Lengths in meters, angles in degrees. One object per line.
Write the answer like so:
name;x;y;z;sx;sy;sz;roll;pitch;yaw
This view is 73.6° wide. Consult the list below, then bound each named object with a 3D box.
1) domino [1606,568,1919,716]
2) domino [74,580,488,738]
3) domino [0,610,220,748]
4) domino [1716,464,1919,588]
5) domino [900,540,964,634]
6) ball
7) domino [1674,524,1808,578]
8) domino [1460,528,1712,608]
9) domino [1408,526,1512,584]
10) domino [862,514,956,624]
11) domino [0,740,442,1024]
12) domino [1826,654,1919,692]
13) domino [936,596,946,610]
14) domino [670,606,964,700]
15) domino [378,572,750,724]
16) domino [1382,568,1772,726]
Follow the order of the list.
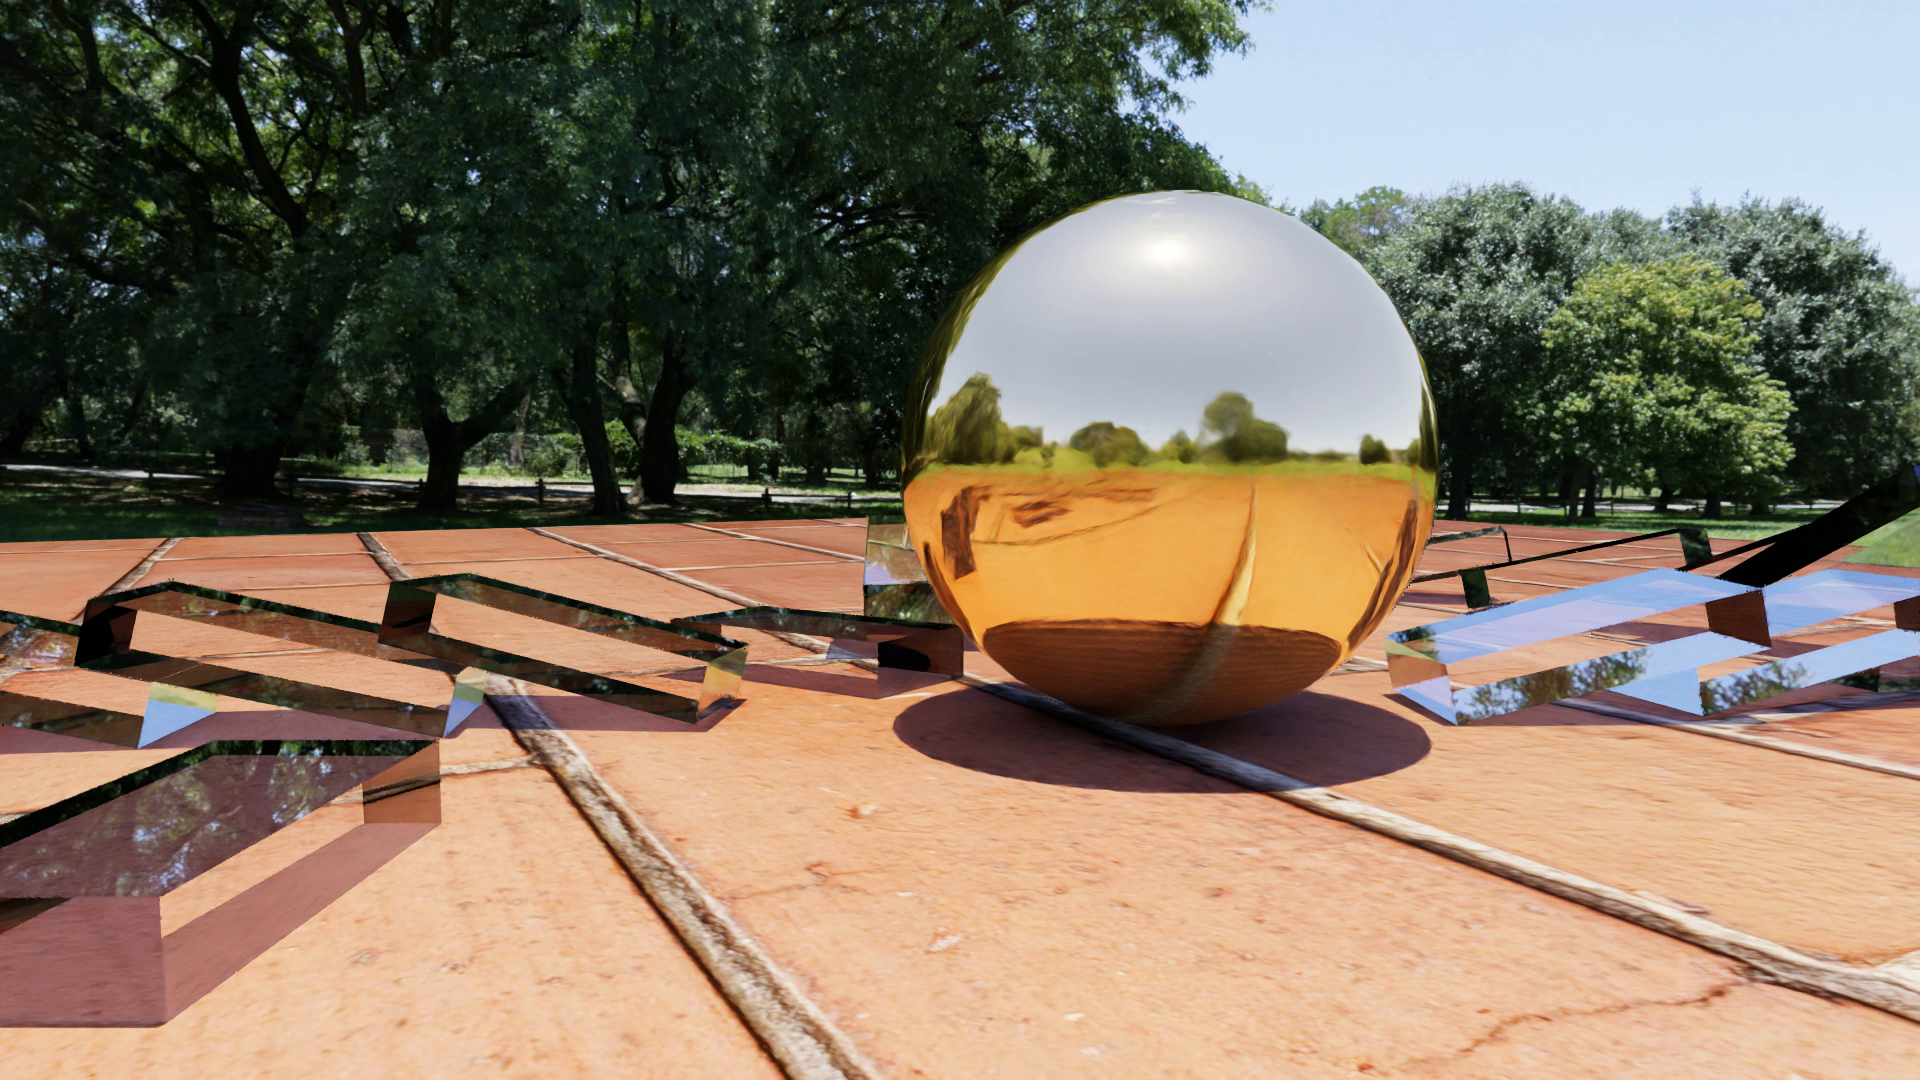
domino;0.137;0.016;0.217;0.050;0.009;0.025;-13;7;-10
domino;-0.100;0.018;0.194;0.050;0.010;0.025;13;2;-9
domino;-0.140;0.018;0.188;0.050;0.009;0.025;13;2;-9
domino;0.169;0.004;0.239;0.025;0.010;0.050;7;-26;-8
domino;0.000;0.009;0.310;0.025;0.010;0.050;0;18;1
ball;0.031;-0.012;0.196;0.080;0.080;0.080;0;4;0
domino;0.170;0.007;0.277;0.025;0.009;0.050;-3;-18;-37
domino;0.152;0.007;0.313;0.050;0.009;0.025;-16;-11;42
domino;0.125;0.006;0.356;0.050;0.009;0.025;-11;0;20
domino;-0.008;0.006;0.288;0.025;0.010;0.050;-1;18;-2
domino;-0.071;0.029;0.119;0.025;0.010;0.050;0;4;0
domino;0.179;0.020;0.237;0.050;0.009;0.025;-1;4;-12
domino;0.009;0.006;0.351;0.025;0.009;0.050;1;18;8
domino;-0.027;0.020;0.238;0.050;0.009;0.025;3;5;35
domino;-0.061;0.016;0.204;0.050;0.009;0.025;14;3;4
domino;0.098;0.016;0.207;0.050;0.009;0.025;-13;7;-2
